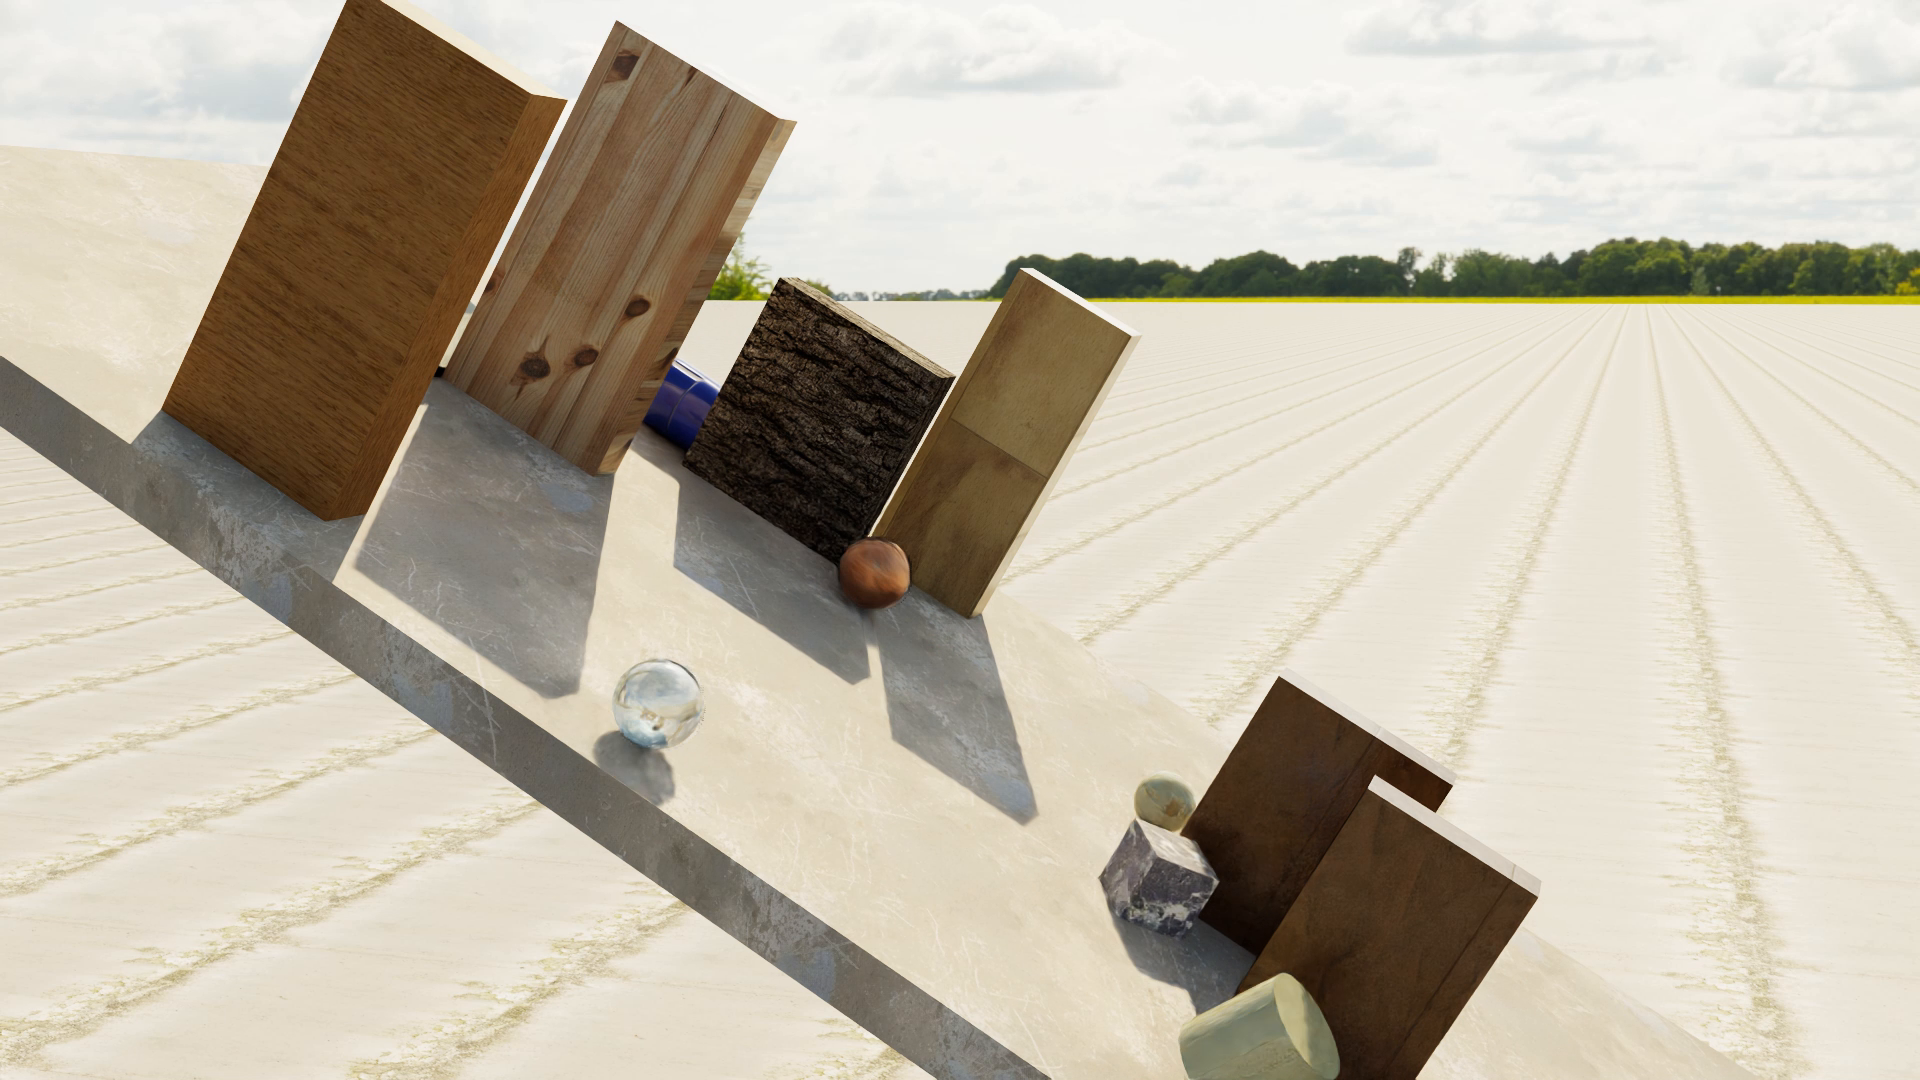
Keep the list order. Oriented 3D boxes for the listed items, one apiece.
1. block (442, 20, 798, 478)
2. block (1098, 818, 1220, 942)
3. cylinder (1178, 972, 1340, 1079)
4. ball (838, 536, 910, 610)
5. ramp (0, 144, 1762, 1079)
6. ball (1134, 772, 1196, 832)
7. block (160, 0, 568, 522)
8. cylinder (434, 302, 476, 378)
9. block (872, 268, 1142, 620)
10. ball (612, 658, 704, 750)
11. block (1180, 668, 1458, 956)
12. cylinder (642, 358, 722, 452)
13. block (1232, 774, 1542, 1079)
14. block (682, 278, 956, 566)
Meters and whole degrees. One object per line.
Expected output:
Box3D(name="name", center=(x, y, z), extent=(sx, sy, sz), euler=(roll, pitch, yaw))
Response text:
Box3D(name="block", center=(-0.674, -0.564, 4.310), extent=(0.383, 0.795, 0.097), euler=(33, 15, 11))
Box3D(name="block", center=(0.337, 0.577, 3.738), extent=(0.128, 0.128, 0.128), euler=(24, 16, -22))
Box3D(name="cylinder", center=(0.433, 0.739, 3.183), extent=(0.166, 0.166, 0.166), euler=(-33, -6, 22))
Box3D(name="ball", center=(-0.173, 0.067, 4.442), extent=(0.148, 0.148, 0.148), euler=(0, 7, 0))
Box3D(name="ramp", center=(-0.183, 0.301, 4.127), extent=(4.000, 0.100, 2.000), euler=(33, 15, 11))
Box3D(name="ball", center=(0.384, 0.493, 4.134), extent=(0.117, 0.117, 0.117), euler=(0, 7, 0))
Box3D(name="block", center=(-0.944, -0.444, 3.463), extent=(0.343, 0.756, 0.119), euler=(33, 15, 11))
Box3D(name="cylinder", center=(-1.063, -0.426, 4.393), extent=(0.147, 0.147, 0.147), euler=(28, 15, -8))
Box3D(name="block", center=(0.087, -0.205, 4.733), extent=(0.280, 0.709, 0.102), euler=(33, 15, 11))
Box3D(name="ball", center=(-0.455, 0.247, 3.312), extent=(0.137, 0.137, 0.137), euler=(0, 7, 0))
Box3D(name="block", center=(0.594, 0.506, 3.831), extent=(0.344, 0.447, 0.088), euler=(33, 15, 11))
Box3D(name="cylinder", center=(-0.588, -0.285, 4.801), extent=(0.163, 0.163, 0.163), euler=(34, 17, 15))
Box3D(name="block", center=(0.632, 0.645, 3.375), extent=(0.293, 0.477, 0.094), euler=(33, 15, 11))
Box3D(name="block", center=(-0.301, -0.252, 4.646), extent=(0.409, 0.459, 0.104), euler=(33, 15, 11))
